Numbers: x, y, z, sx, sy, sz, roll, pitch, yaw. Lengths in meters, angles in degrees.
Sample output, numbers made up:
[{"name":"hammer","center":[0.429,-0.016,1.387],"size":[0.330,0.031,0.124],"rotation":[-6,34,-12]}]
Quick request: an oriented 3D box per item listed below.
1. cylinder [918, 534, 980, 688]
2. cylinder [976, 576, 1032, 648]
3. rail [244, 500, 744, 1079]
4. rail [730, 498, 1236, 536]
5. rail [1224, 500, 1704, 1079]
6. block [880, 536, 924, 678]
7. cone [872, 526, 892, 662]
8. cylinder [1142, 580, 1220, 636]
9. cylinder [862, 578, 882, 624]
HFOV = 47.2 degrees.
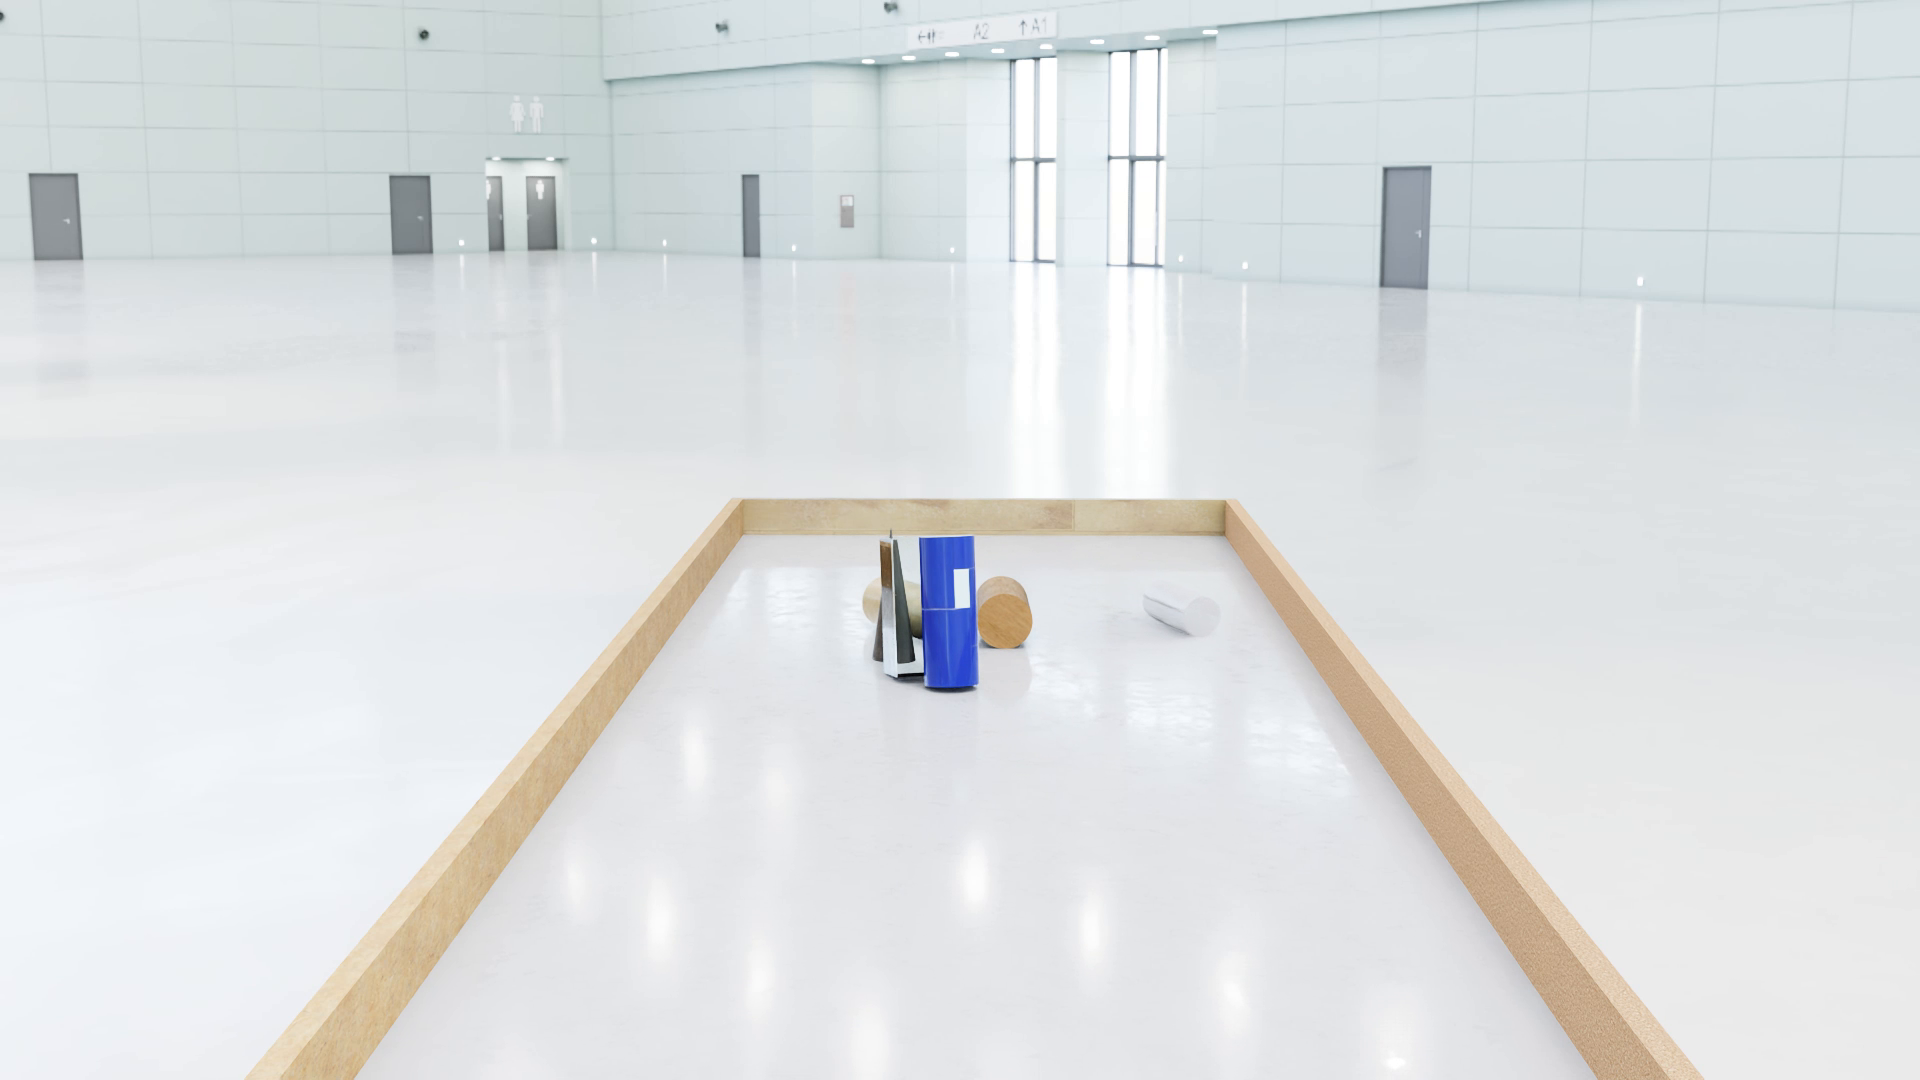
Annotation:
[{"name":"cylinder","center":[-0.031,0.202,6.316],"size":[0.160,0.427,0.160],"rotation":[-2,2,0]},{"name":"cylinder","center":[0.137,0.229,7.011],"size":[0.175,0.175,0.324],"rotation":[0,9,-1]},{"name":"rail","center":[-1.004,0.839,3.234],"size":[0.050,0.150,12.000],"rotation":[0,9,1]},{"name":"rail","center":[0.099,-0.098,9.147],"size":[2.100,0.150,0.050],"rotation":[0,9,1]},{"name":"rail","center":[1.046,0.843,3.208],"size":[0.050,0.150,12.000],"rotation":[0,9,1]},{"name":"block","center":[-0.129,0.193,6.458],"size":[0.167,0.400,0.167],"rotation":[-2,2,-15]},{"name":"cone","center":[-0.209,0.160,6.693],"size":[0.121,0.409,0.121],"rotation":[0,9,0]},{"name":"cylinder","center":[0.721,0.223,7.191],"size":[0.130,0.130,0.326],"rotation":[-3,10,-19]},{"name":"cylinder","center":[-0.135,0.229,7.034],"size":[0.166,0.166,0.446],"rotation":[-5,10,-30]}]
